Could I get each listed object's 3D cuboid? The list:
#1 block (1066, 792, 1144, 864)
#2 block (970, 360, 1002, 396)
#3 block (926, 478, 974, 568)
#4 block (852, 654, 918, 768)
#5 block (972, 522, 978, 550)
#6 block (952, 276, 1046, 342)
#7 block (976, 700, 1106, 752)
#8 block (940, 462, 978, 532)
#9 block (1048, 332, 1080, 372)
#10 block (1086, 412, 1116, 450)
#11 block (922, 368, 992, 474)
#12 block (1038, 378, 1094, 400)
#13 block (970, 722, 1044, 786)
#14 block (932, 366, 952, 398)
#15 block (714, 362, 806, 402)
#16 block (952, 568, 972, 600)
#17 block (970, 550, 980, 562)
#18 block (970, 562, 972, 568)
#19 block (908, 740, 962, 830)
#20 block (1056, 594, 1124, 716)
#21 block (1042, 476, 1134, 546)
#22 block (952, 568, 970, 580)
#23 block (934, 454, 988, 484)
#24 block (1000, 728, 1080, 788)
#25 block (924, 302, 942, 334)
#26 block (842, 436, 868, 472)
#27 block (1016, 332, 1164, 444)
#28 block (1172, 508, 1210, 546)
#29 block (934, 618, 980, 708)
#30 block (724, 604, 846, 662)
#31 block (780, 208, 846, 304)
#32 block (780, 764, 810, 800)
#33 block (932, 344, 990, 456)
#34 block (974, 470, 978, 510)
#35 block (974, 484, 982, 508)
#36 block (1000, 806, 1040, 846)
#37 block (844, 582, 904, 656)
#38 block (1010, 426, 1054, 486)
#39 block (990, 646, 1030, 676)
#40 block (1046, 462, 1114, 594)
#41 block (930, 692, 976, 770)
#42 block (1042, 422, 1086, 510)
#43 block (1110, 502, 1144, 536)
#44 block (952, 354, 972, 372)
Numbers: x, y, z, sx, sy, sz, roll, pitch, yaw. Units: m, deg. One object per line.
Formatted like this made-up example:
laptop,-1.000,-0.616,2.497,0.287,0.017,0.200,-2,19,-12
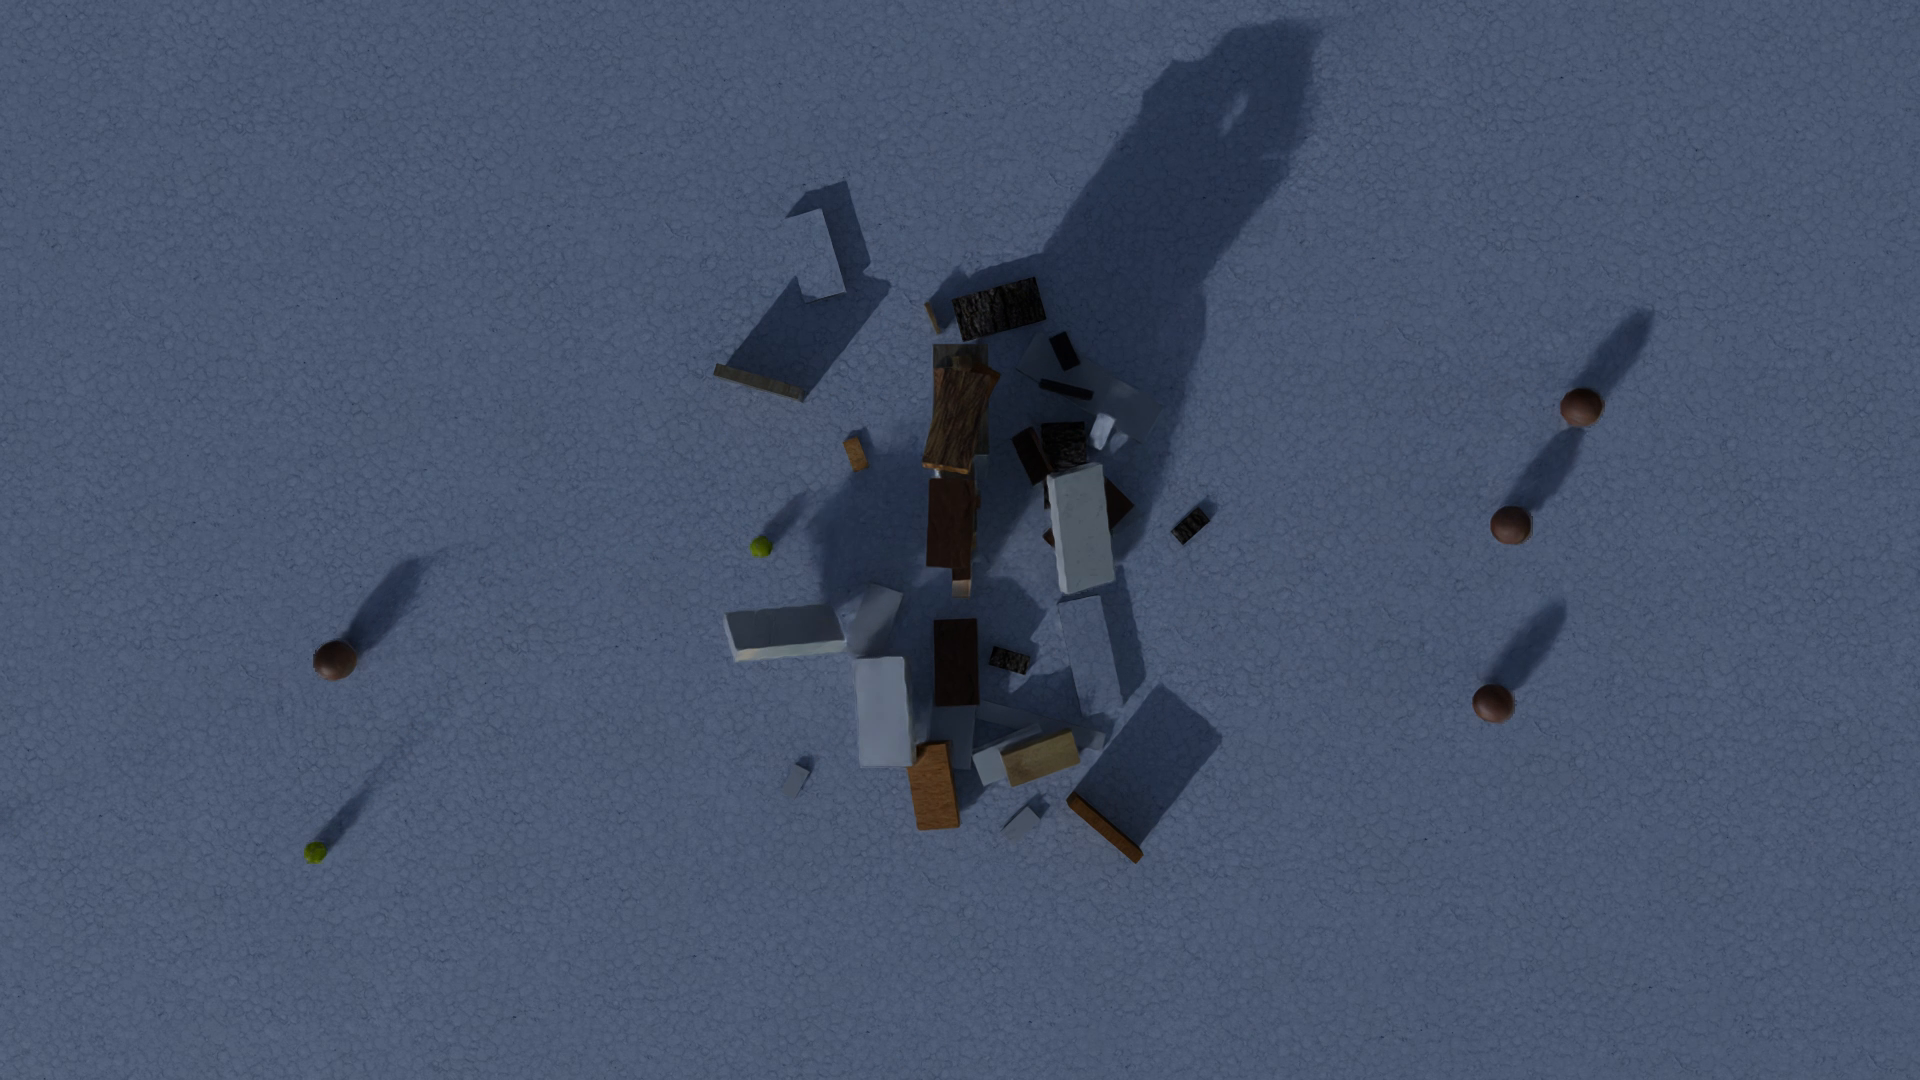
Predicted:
block,0.475,0.944,5.428,0.286,0.143,0.041,41,90,0
block,0.047,-0.455,5.083,0.088,0.025,0.176,29,90,0
block,-0.030,-0.052,4.975,0.134,0.038,0.268,3,96,0
block,-0.245,0.562,5.418,0.180,0.051,0.359,-4,92,20
block,0.000,-0.016,5.394,0.112,0.223,0.032,-2,62,0
block,0.129,-0.765,5.480,0.286,0.041,0.143,-15,90,0
block,0.259,0.615,5.491,0.453,0.018,0.063,15,90,0
block,-0.006,-0.134,5.271,0.112,0.032,0.223,-3,91,0
block,0.346,-0.623,5.451,0.059,0.017,0.118,-25,90,0
block,0.466,-0.362,5.466,0.060,0.017,0.120,24,115,3
block,-0.009,-0.361,5.001,0.142,0.040,0.315,10,72,10
block,0.348,-0.495,5.415,0.176,0.088,0.025,14,92,0
block,0.167,0.708,5.450,0.244,0.035,0.122,-22,112,-5
block,-0.046,-0.474,5.104,0.059,0.017,0.118,-8,91,0
block,-0.658,-0.516,5.428,0.286,0.143,0.041,16,90,0
block,0.006,0.141,5.458,0.060,0.017,0.121,4,125,0
block,-0.004,0.052,5.200,0.134,0.385,0.038,-3,90,0
block,0.010,0.071,5.456,0.060,0.017,0.121,-1,129,0
block,-0.089,0.812,5.444,0.143,0.040,0.285,-7,97,17
block,0.433,0.382,5.480,0.143,0.041,0.384,-12,90,0
block,0.424,-0.064,5.449,0.142,0.040,0.284,43,96,-13
block,0.002,0.071,5.405,0.060,0.017,0.121,-3,95,0
block,0.002,-0.270,5.331,0.171,0.343,0.049,-1,69,0
block,0.265,0.717,5.439,0.244,0.035,0.122,-19,111,-7
block,-0.089,-0.736,5.473,0.015,0.054,0.107,-22,90,4
block,-0.346,-0.284,5.492,0.054,0.015,0.107,-21,90,0
block,0.430,-0.506,5.480,0.487,0.041,0.143,31,90,0
block,0.768,-0.046,5.492,0.122,0.017,0.060,-42,90,0
block,-0.011,0.405,5.442,0.143,0.040,0.285,-3,78,7
block,-0.571,0.299,5.360,0.359,0.180,0.051,-4,131,-20
block,-0.486,-0.942,5.480,0.143,0.041,0.286,-17,90,0
block,-0.549,0.805,5.492,0.054,0.015,0.107,29,90,0
block,0.003,-0.437,5.137,0.171,0.049,0.343,0,91,0
block,0.001,-0.160,5.393,0.112,0.223,0.032,-1,64,0
block,-0.003,-0.139,5.120,0.134,0.268,0.038,1,99,0
block,0.201,0.951,5.491,0.127,0.018,0.063,-44,90,0
block,-0.285,0.272,5.483,0.122,0.035,0.244,20,90,0
block,0.240,-0.277,5.452,0.088,0.025,0.176,-31,82,43
block,0.165,0.402,5.491,0.127,0.018,0.063,16,90,0
block,0.394,-0.039,5.369,0.180,0.051,0.402,-16,111,-22
block,-0.023,0.611,5.470,0.143,0.040,0.285,5,90,8
block,0.347,-0.247,5.480,0.142,0.040,0.284,-2,90,0
block,0.543,-0.070,5.492,0.120,0.017,0.060,-31,90,0
block,0.014,-0.513,5.103,0.059,0.017,0.118,-11,91,0
